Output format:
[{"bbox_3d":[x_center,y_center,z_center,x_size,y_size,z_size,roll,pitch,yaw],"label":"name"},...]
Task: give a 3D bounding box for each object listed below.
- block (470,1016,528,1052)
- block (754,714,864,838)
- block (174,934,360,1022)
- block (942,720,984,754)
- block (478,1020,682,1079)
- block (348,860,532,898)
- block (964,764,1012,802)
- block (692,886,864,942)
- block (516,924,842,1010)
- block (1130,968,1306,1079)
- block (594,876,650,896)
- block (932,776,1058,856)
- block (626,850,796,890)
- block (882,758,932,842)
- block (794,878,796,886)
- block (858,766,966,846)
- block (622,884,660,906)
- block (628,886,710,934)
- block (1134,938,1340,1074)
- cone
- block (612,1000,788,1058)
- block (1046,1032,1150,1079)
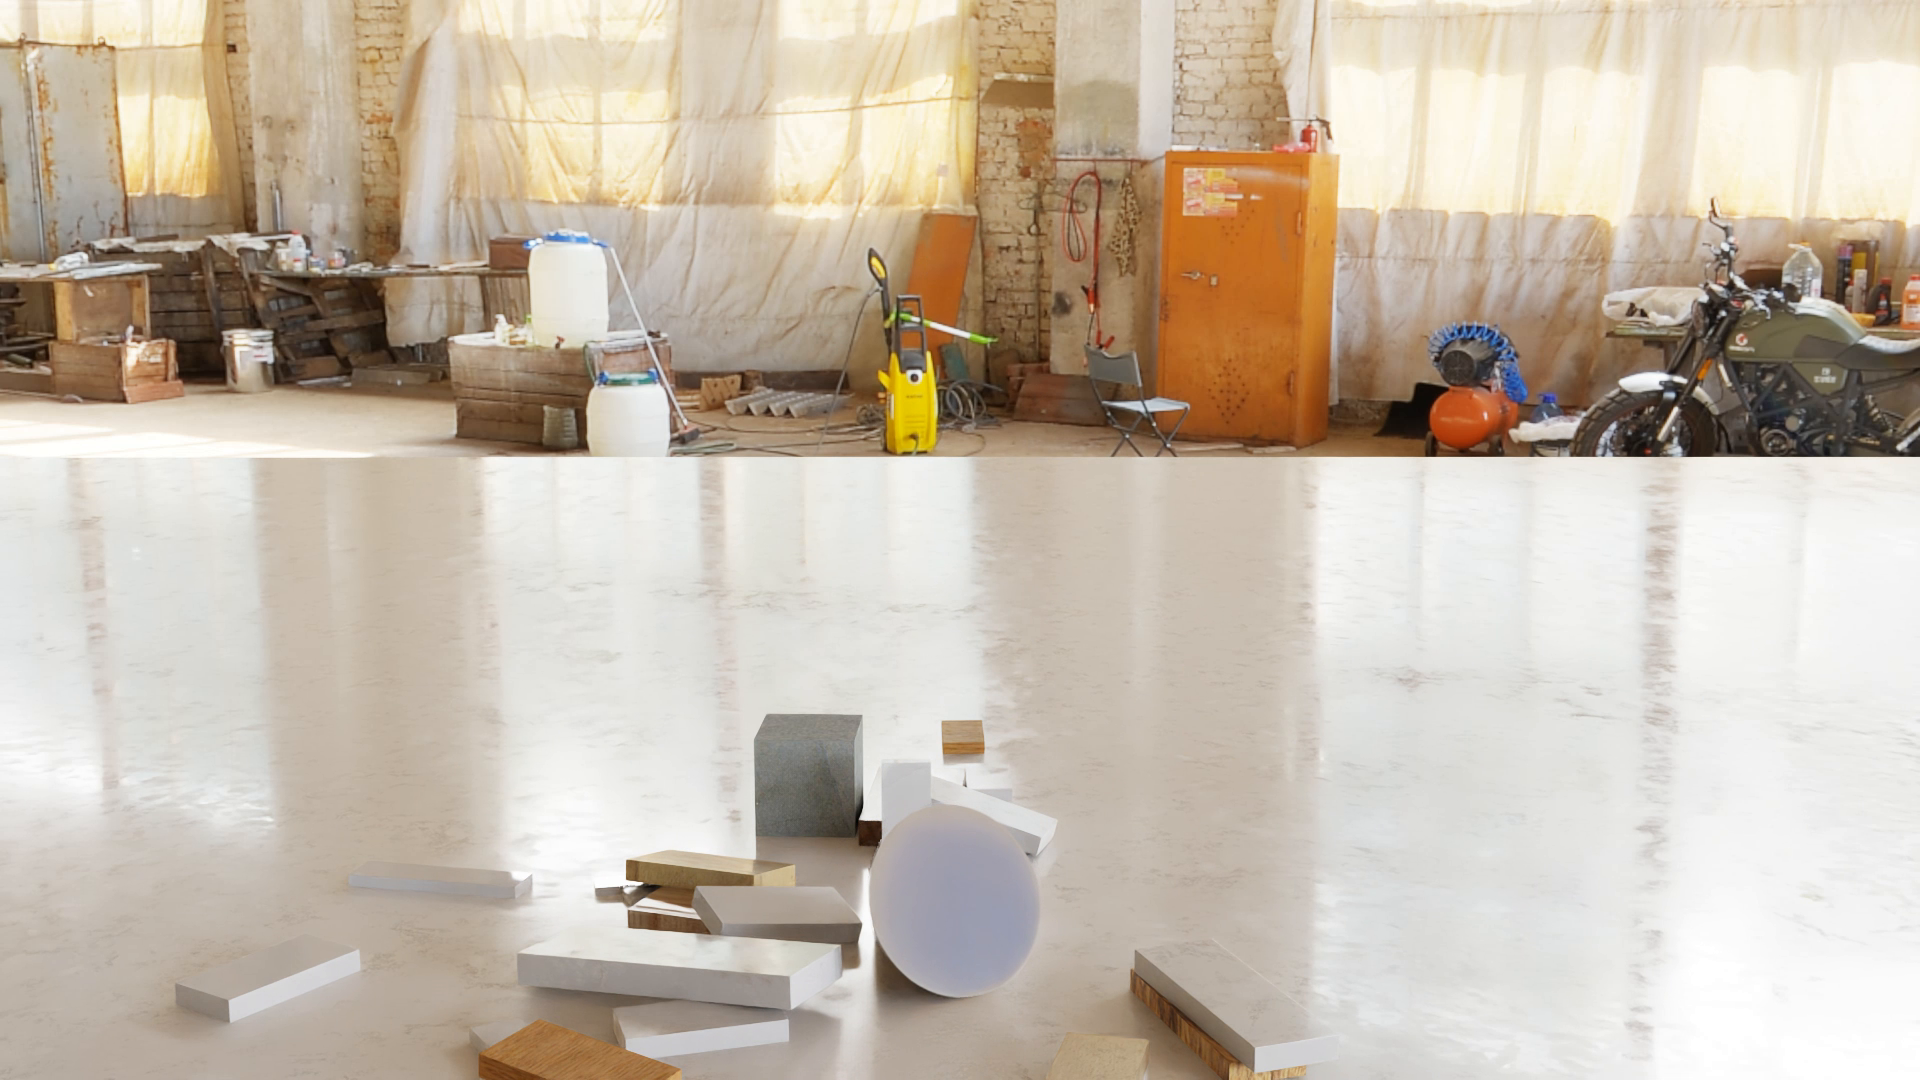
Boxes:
[{"bbox_3d":[-0.616,0.698,3.030,0.072,0.020,0.144,-7,12,-32],"label":"block"},{"bbox_3d":[-0.275,0.430,4.035,0.181,0.181,0.181,0,11,2],"label":"block"},{"bbox_3d":[-1.025,0.648,3.264,0.120,0.034,0.239,7,13,33],"label":"block"},{"bbox_3d":[0.006,0.409,4.576,0.086,0.024,0.172,0,11,-1],"label":"block"},{"bbox_3d":[-0.502,0.703,2.900,0.242,0.034,0.121,11,17,29],"label":"block"},{"bbox_3d":[-0.876,0.572,3.708,0.300,0.020,0.072,2,11,12],"label":"block"},{"bbox_3d":[0.054,0.468,4.257,0.086,0.024,0.172,0,11,-1],"label":"block"},{"bbox_3d":[-0.285,0.584,3.433,0.239,0.034,0.120,5,18,-30],"label":"block"},{"bbox_3d":[-0.413,0.625,3.233,0.449,0.048,0.168,0,5,22],"label":"block"},{"bbox_3d":[0.359,0.678,3.109,0.113,0.032,0.352,-3,11,-17],"label":"block"},{"bbox_3d":[-0.561,0.578,3.691,0.103,0.015,0.051,-2,11,-12],"label":"block"},{"bbox_3d":[0.038,0.489,3.922,0.252,0.036,0.126,18,12,13],"label":"block"},{"bbox_3d":[-0.415,0.552,3.648,0.252,0.036,0.126,2,1,27],"label":"block"},{"bbox_3d":[-0.094,0.469,3.848,0.086,0.172,0.024,-1,11,-3],"label":"block"},{"bbox_3d":[-0.330,0.580,3.685,0.103,0.015,0.051,1,11,4],"label":"block"},{"bbox_3d":[-0.084,0.491,4.069,0.168,0.048,0.337,1,11,4],"label":"block"},{"bbox_3d":[-0.503,0.586,3.649,0.103,0.015,0.051,-5,11,-25],"label":"block"},{"bbox_3d":[-0.396,0.601,3.515,0.239,0.034,0.120,4,11,20],"label":"block"},{"bbox_3d":[0.381,0.648,3.085,0.126,0.036,0.378,-4,11,-20],"label":"block"},{"bbox_3d":[-0.072,0.577,3.385,0.287,0.287,0.287,-6,-14,-30],"label":"cone"},{"bbox_3d":[-0.365,0.681,3.090,0.228,0.032,0.114,-3,11,-17],"label":"block"},{"bbox_3d":[0.177,0.715,2.906,0.114,0.032,0.228,2,11,13],"label":"block"}]
